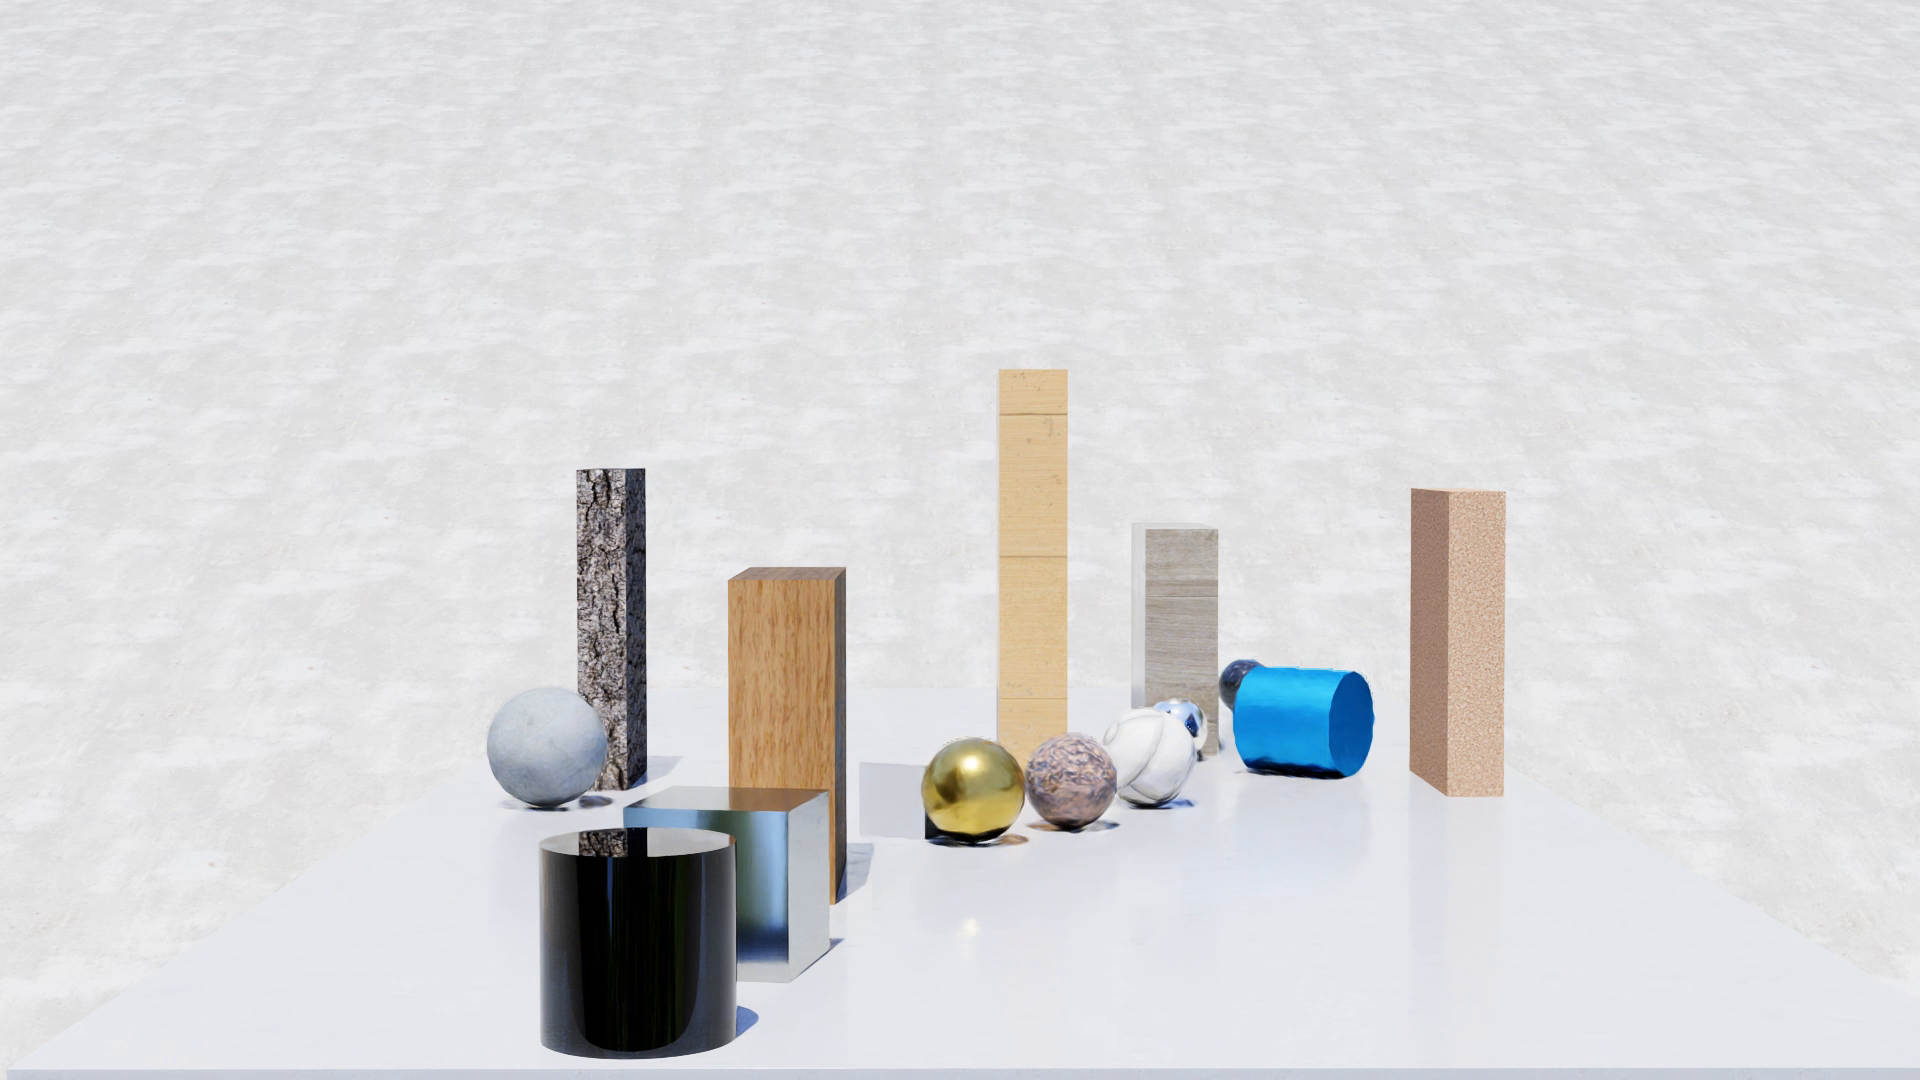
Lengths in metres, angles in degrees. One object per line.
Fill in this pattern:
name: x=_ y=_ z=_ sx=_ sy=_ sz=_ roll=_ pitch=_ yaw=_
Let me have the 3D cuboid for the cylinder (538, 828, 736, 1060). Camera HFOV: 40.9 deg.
cylinder: x=-0.334 y=0.415 z=2.678 sx=0.204 sy=0.204 sz=0.204 roll=0 pitch=2 yaw=0

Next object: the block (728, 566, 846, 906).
block: x=-0.239 y=0.264 z=3.628 sx=0.142 sy=0.436 sz=0.372 roll=0 pitch=2 yaw=0

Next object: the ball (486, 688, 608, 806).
ball: x=-0.705 y=0.353 z=4.399 sx=0.203 sy=0.203 sz=0.203 roll=0 pitch=24 yaw=0

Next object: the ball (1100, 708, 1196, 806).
ball: x=0.321 y=0.370 z=4.398 sx=0.167 sy=0.167 sz=0.167 roll=0 pitch=24 yaw=0

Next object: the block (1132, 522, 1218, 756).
block: x=0.438 y=0.196 z=5.296 sx=0.145 sy=0.451 sz=0.406 roll=0 pitch=2 yaw=0

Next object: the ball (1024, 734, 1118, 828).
ball: x=0.178 y=0.388 z=4.145 sx=0.152 sy=0.152 sz=0.152 roll=0 pitch=24 yaw=0

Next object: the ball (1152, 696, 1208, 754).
ball: x=0.423 y=0.368 z=5.036 sx=0.126 sy=0.126 sz=0.126 roll=0 pitch=24 yaw=0

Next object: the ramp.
ramp: x=0.055 y=0.499 z=4.546 sx=2.000 sy=0.100 sz=4.000 roll=0 pitch=2 yaw=0

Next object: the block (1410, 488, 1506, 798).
block: x=0.902 y=0.176 z=4.687 sx=0.099 sy=0.535 sz=0.379 roll=0 pitch=2 yaw=0

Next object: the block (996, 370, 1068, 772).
block: x=0.129 y=0.068 z=4.712 sx=0.121 sy=0.749 sz=0.336 roll=0 pitch=2 yaw=0

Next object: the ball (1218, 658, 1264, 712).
ball: x=0.653 y=0.335 z=5.888 sx=0.129 sy=0.129 sz=0.129 roll=0 pitch=24 yaw=0

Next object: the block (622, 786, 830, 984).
block: x=-0.274 y=0.405 z=3.057 sx=0.197 sy=0.197 sz=0.197 roll=0 pitch=2 yaw=11

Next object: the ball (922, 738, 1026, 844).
ball: x=0.021 y=0.388 z=3.989 sx=0.163 sy=0.163 sz=0.163 roll=0 pitch=24 yaw=0

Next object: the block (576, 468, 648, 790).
block: x=-0.638 y=0.156 z=4.735 sx=0.087 sy=0.573 sz=0.302 roll=0 pitch=2 yaw=0

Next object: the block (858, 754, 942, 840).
block: x=-0.081 y=0.407 z=4.096 sx=0.116 sy=0.116 sz=0.116 roll=1 pitch=2 yaw=27

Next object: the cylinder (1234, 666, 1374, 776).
cylinder: x=0.646 y=0.340 z=4.838 sx=0.195 sy=0.195 sz=0.195 roll=2 pitch=21 yaw=34
